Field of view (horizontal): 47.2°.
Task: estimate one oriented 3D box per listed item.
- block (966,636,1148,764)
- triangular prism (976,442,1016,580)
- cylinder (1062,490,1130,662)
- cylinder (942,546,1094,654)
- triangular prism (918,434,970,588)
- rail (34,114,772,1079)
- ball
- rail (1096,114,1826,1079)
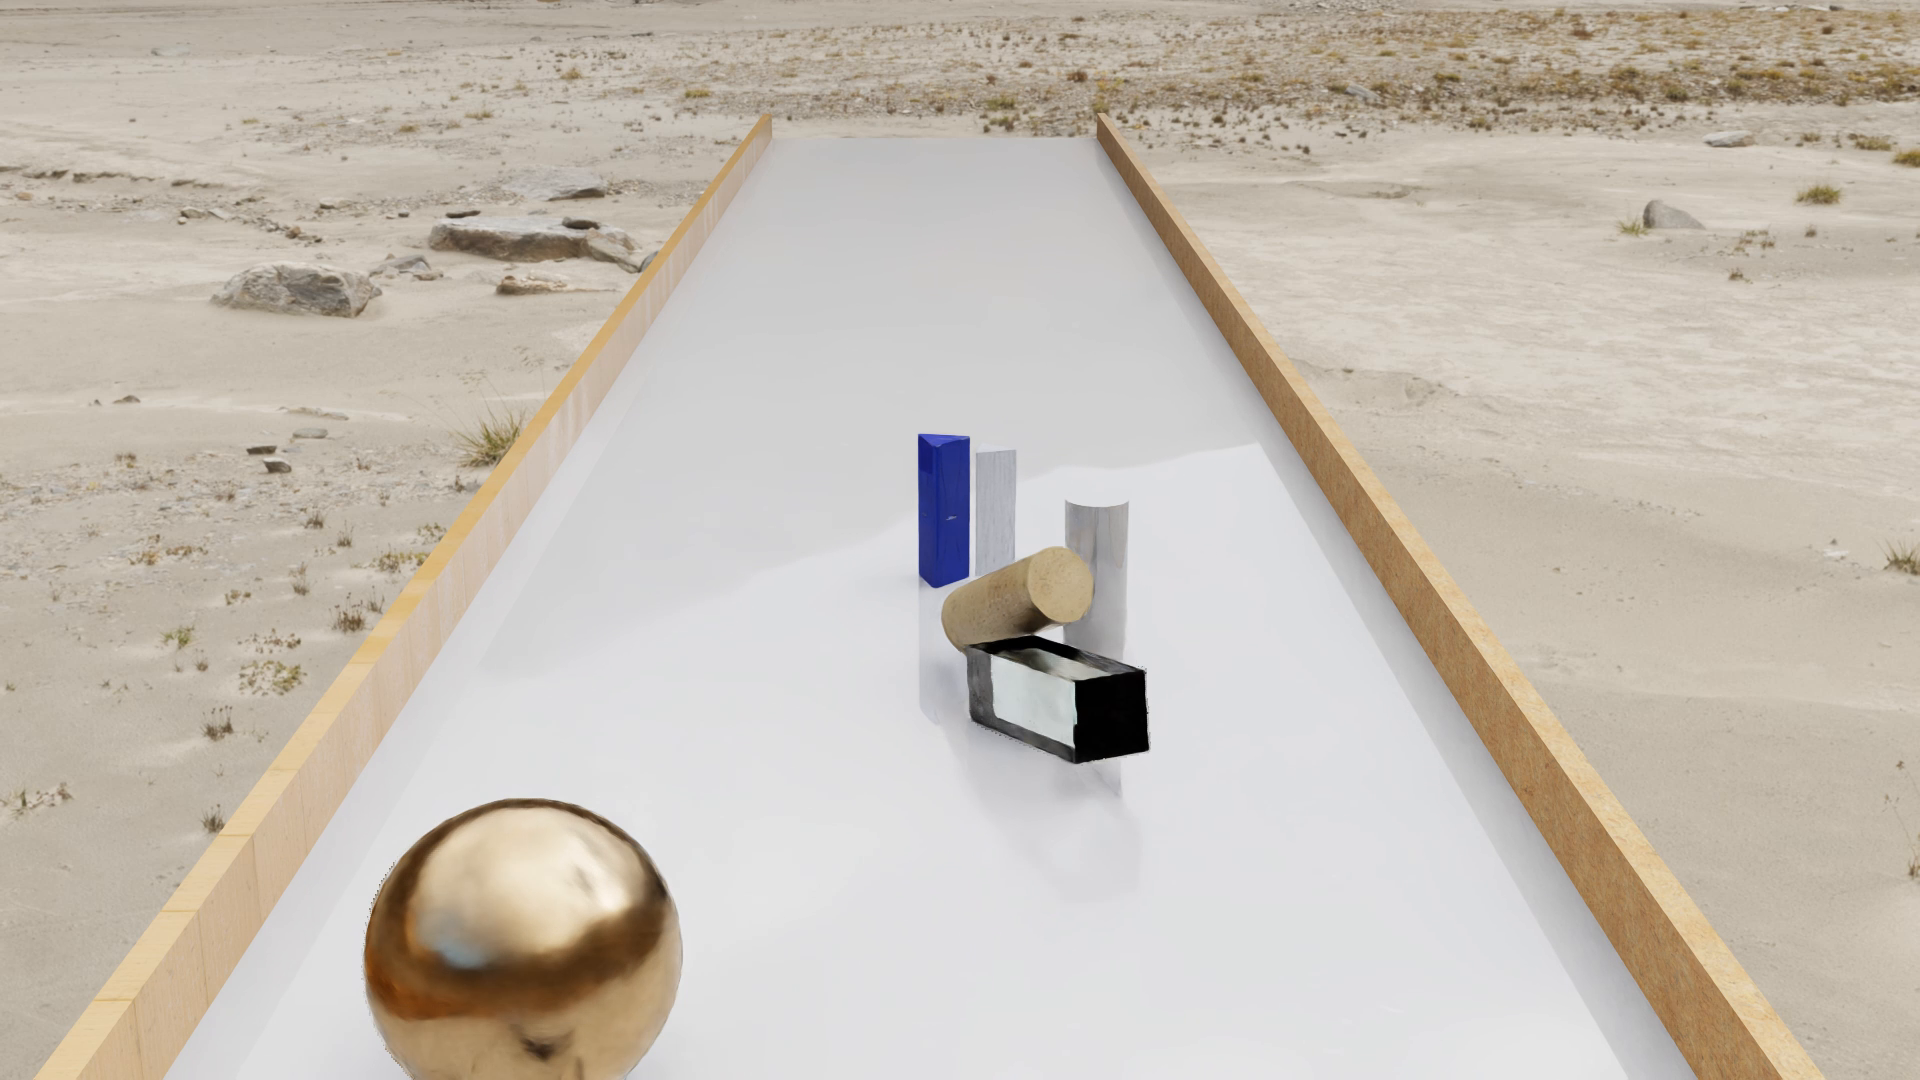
[{"bbox_3d":[0.167,0.278,3.923,0.142,0.142,0.428,-7,9,-23],"label":"block"},{"bbox_3d":[0.062,-0.021,4.660,0.089,0.364,0.077,-6,18,-20],"label":"triangular prism"},{"bbox_3d":[0.271,0.075,4.399,0.128,0.329,0.128,0,17,0],"label":"cylinder"},{"bbox_3d":[0.106,0.120,4.194,0.144,0.144,0.328,-11,-8,-32],"label":"cylinder"},{"bbox_3d":[-0.054,-0.071,4.894,0.101,0.325,0.116,14,22,40],"label":"triangular prism"},{"bbox_3d":[-1.118,-0.838,7.780,0.050,0.150,12.000,0,17,-1],"label":"rail"},{"bbox_3d":[-0.548,0.523,2.773,0.396,0.396,0.396,0,17,0],"label":"ball"},{"bbox_3d":[0.932,-0.844,7.801,0.050,0.150,12.000,0,17,-1],"label":"rail"}]
